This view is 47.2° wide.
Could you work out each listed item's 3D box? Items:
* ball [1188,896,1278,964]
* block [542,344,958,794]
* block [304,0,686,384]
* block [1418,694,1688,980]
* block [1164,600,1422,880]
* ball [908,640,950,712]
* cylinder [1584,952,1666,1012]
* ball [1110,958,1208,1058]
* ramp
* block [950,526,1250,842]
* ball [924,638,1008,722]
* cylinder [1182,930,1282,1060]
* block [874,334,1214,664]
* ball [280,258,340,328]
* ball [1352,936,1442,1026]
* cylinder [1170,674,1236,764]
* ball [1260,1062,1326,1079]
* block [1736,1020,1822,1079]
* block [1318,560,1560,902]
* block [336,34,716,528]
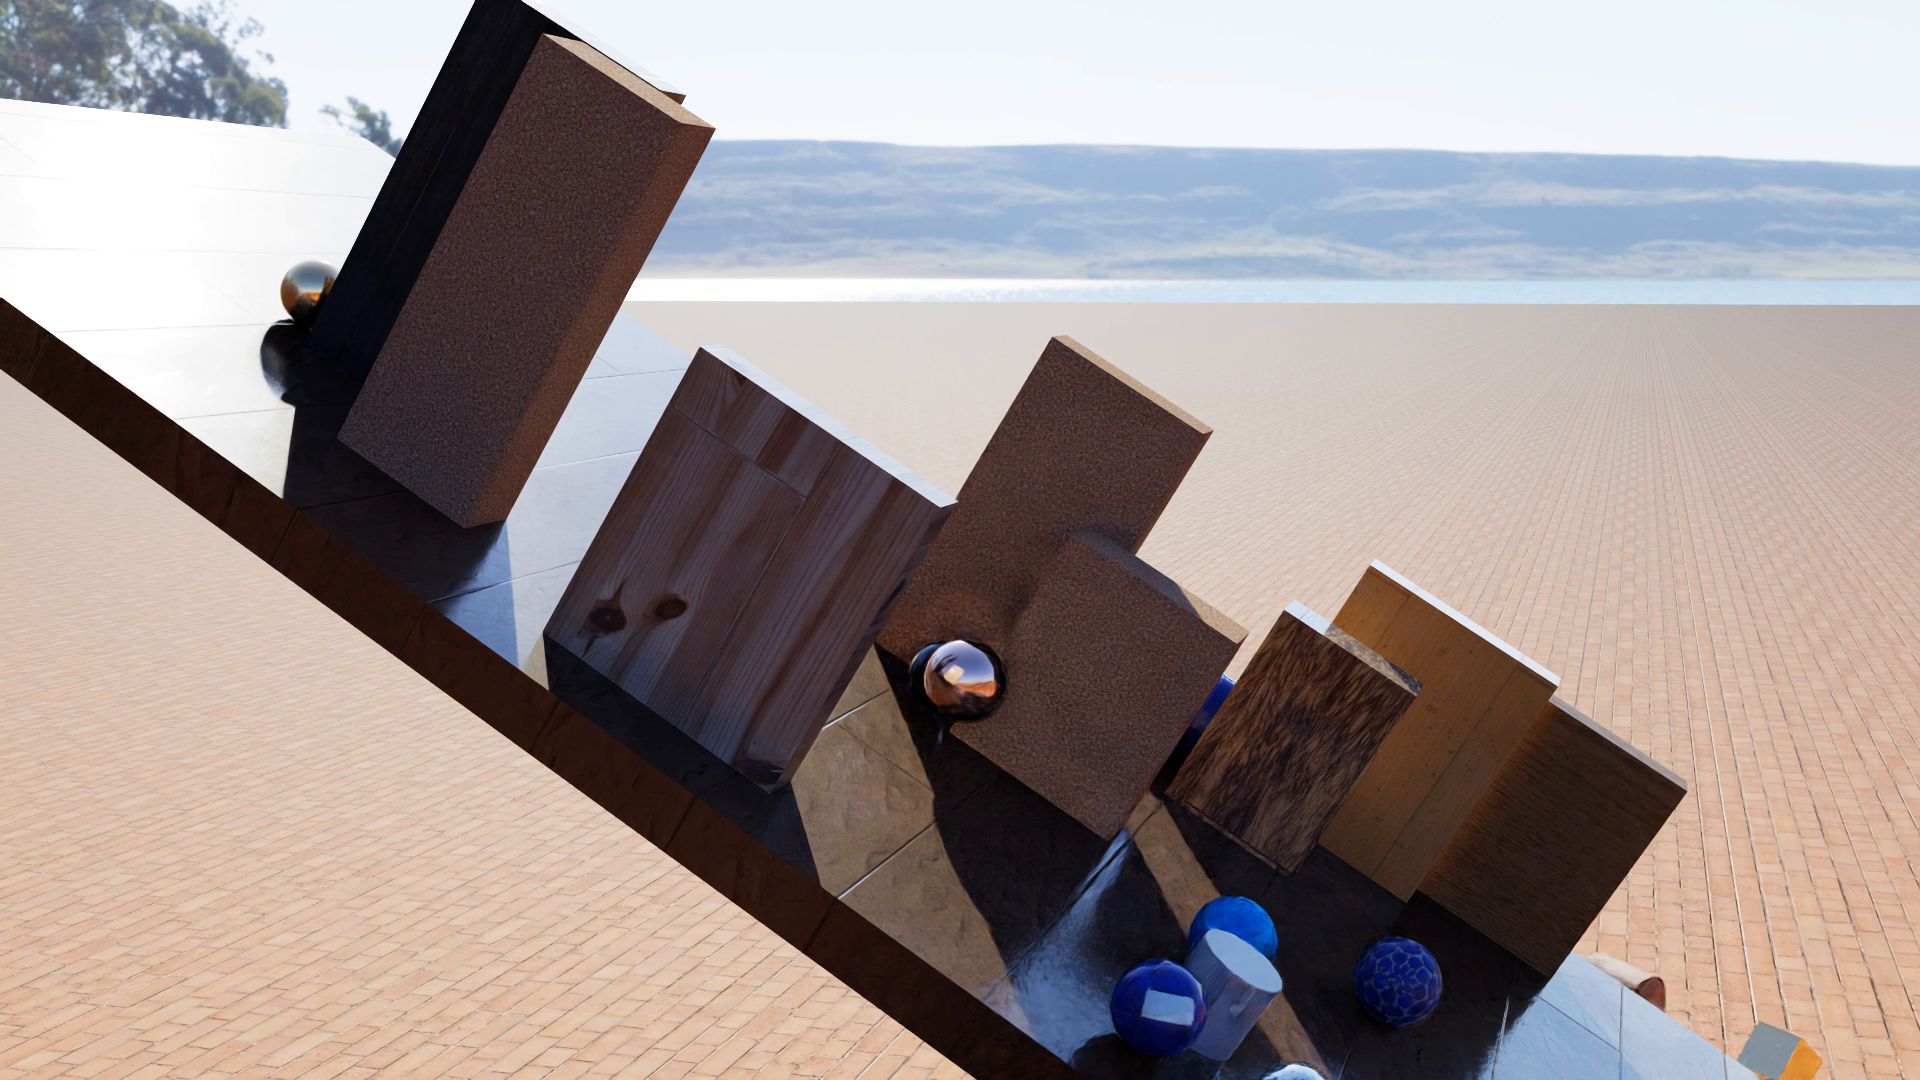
[{"bbox_3d":[0.440,0.647,3.550,0.144,0.144,0.144,0,7,0],"label":"ball"},{"bbox_3d":[-0.321,0.042,3.299,0.435,0.514,0.085,34,15,11],"label":"block"},{"bbox_3d":[-0.819,-0.558,3.849,0.375,0.730,0.108,34,15,11],"label":"block"},{"bbox_3d":[1.200,0.597,4.538,0.365,0.483,0.095,34,15,11],"label":"block"},{"bbox_3d":[0.642,0.383,4.239,0.292,0.434,0.137,34,15,11],"label":"block"},{"bbox_3d":[-0.028,0.246,3.956,0.130,0.130,0.130,0,7,0],"label":"ball"},{"bbox_3d":[1.605,1.111,5.365,0.163,0.163,0.163,-5,16,-36],"label":"cylinder"},{"bbox_3d":[0.287,0.674,3.168,0.140,0.140,0.140,0,7,0],"label":"ball"},{"bbox_3d":[-0.158,0.261,4.115,4.000,0.100,2.000,34,15,11],"label":"ramp"},{"bbox_3d":[0.246,0.252,3.902,0.344,0.426,0.134,34,15,11],"label":"block"},{"bbox_3d":[0.009,0.243,3.815,0.145,0.145,0.145,0,7,0],"label":"ball"},{"bbox_3d":[0.391,0.687,3.323,0.138,0.138,0.138,30,16,-10],"label":"cylinder"},{"bbox_3d":[0.148,-0.007,4.078,0.327,0.669,0.107,34,15,11],"label":"block"},{"bbox_3d":[-1.169,-0.447,3.991,0.126,0.126,0.126,0,7,0],"label":"ball"},{"bbox_3d":[0.753,0.759,3.784,0.151,0.151,0.151,0,7,0],"label":"ball"},{"bbox_3d":[0.499,0.367,4.460,0.204,0.204,0.204,33,13,8],"label":"cylinder"},{"bbox_3d":[0.477,0.808,3.152,0.117,0.117,0.117,0,7,0],"label":"ball"},{"bbox_3d":[1.840,1.173,4.942,0.113,0.113,0.113,43,-15,-32],"label":"block"},{"bbox_3d":[0.877,0.387,4.475,0.435,0.541,0.097,34,15,11],"label":"block"},{"bbox_3d":[-0.706,-0.412,3.558,0.271,0.749,0.141,34,15,11],"label":"block"}]
